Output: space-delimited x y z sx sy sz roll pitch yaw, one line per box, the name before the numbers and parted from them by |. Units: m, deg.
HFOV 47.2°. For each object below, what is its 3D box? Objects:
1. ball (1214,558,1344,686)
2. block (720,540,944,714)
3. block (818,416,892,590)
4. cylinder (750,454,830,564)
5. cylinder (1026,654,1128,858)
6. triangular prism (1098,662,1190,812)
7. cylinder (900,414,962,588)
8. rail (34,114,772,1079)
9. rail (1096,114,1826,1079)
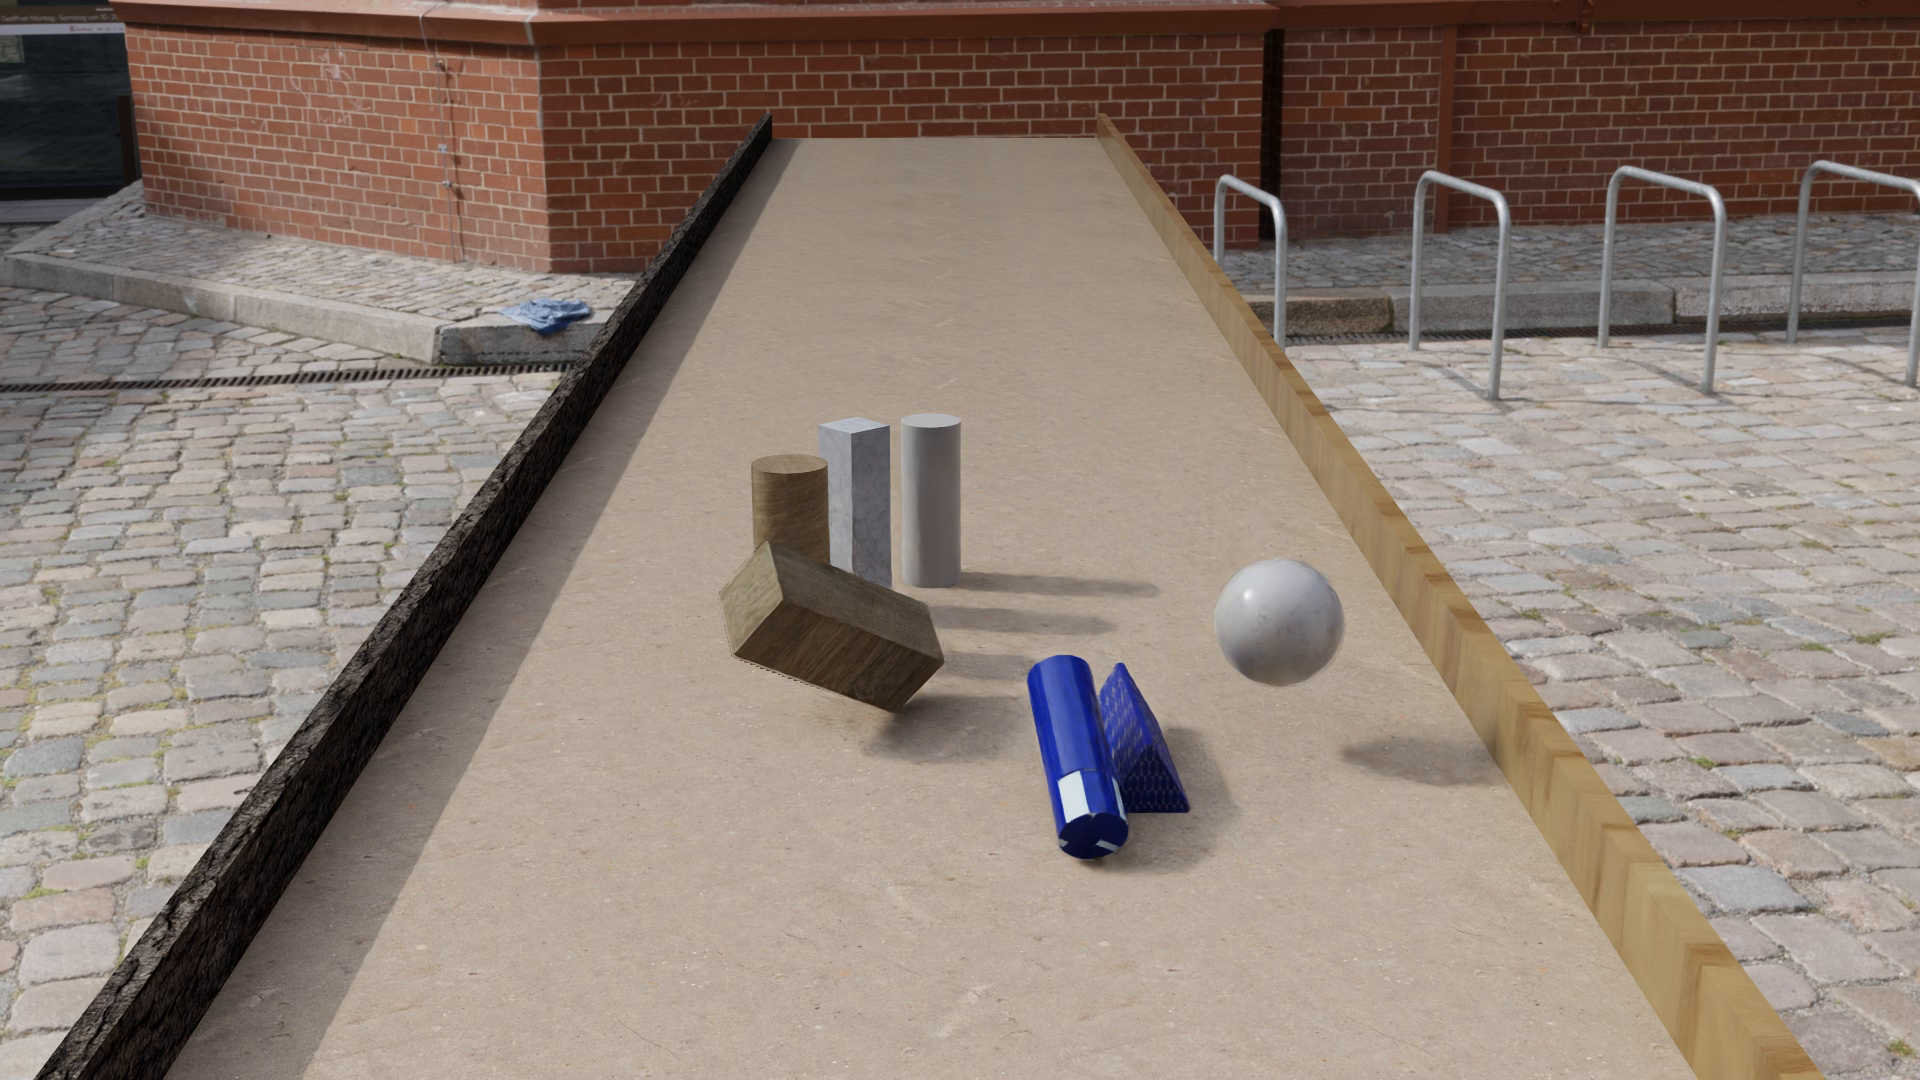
ball | 0.563 0.145 3.886 0.228 0.228 0.228 0 17 0
block | -0.234 0.163 4.042 0.374 0.153 0.153 23 32 -35
block | -0.221 -0.043 4.650 0.106 0.411 0.106 -15 22 -41
cylinder | -0.336 0.041 4.391 0.152 0.399 0.152 0 17 0
cylinder | 0.190 0.351 3.605 0.112 0.112 0.348 -2 42 -7
triangular prism | 0.305 0.339 3.862 0.140 0.122 0.405 -1 17 -3
cylinder | -0.064 -0.087 4.879 0.133 0.366 0.133 0 17 0
rail | -1.118 -0.838 7.780 0.050 0.150 12.000 0 17 -1
rail | 0.932 -0.844 7.801 0.050 0.150 12.000 0 17 -1
